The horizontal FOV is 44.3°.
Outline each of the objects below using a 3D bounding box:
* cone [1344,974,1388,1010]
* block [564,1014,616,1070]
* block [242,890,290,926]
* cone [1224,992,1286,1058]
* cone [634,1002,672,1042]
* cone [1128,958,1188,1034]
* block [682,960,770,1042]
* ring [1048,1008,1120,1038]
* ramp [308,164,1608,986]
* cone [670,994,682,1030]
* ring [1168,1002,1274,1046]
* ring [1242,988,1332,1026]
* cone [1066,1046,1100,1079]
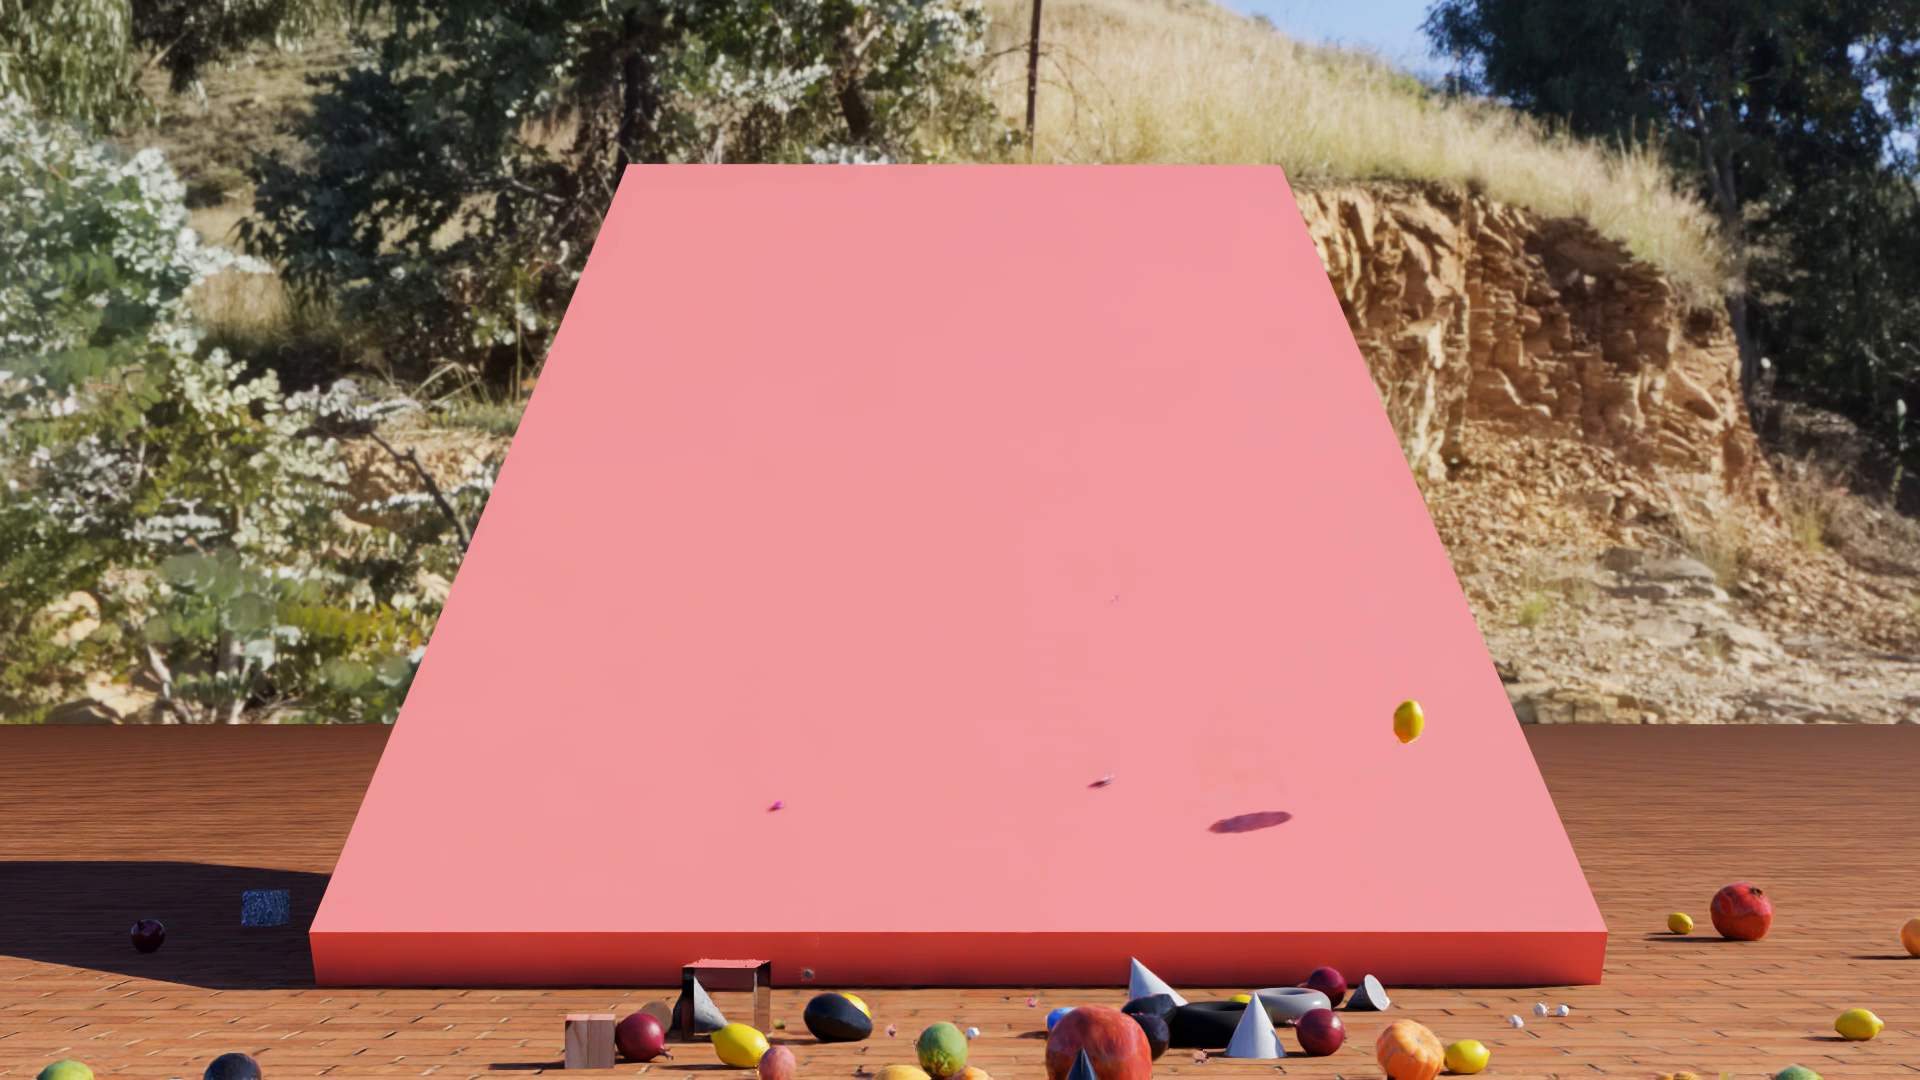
[{"bbox_3d":[0.573,0.658,3.373,0.055,0.055,0.055,-33,-21,27],"label":"cone"},{"bbox_3d":[-0.443,0.601,2.823,0.057,0.057,0.057,0,-4,-6],"label":"block"},{"bbox_3d":[-1.399,0.741,4.750,0.067,0.067,0.067,-1,-4,13],"label":"block"},{"bbox_3d":[0.365,0.597,2.917,0.078,0.078,0.078,0,-4,0],"label":"cone"},{"bbox_3d":[-0.390,0.635,3.061,0.054,0.054,0.054,-1,-31,16],"label":"cone"},{"bbox_3d":[0.243,0.587,3.092,0.091,0.091,0.091,-20,-24,-9],"label":"cone"},{"bbox_3d":[-0.304,0.601,3.075,0.095,0.095,0.095,-1,-4,8],"label":"block"},{"bbox_3d":[0.162,0.634,3.092,0.097,0.032,0.097,1,-4,0],"label":"ring"},{"bbox_3d":[-0.010,-0.229,5.447,2.000,0.100,4.000,0,26,0],"label":"ramp"},{"bbox_3d":[-0.335,0.634,3.157,0.092,0.092,0.092,27,-5,-1],"label":"cone"},{"bbox_3d":[0.335,0.623,3.031,0.136,0.045,0.136,-1,-3,0],"label":"ring"},{"bbox_3d":[0.445,0.639,3.223,0.126,0.042,0.126,-1,-4,0],"label":"ring"},{"bbox_3d":[0.125,0.558,2.413,0.081,0.081,0.081,0,-4,0],"label":"cone"}]
